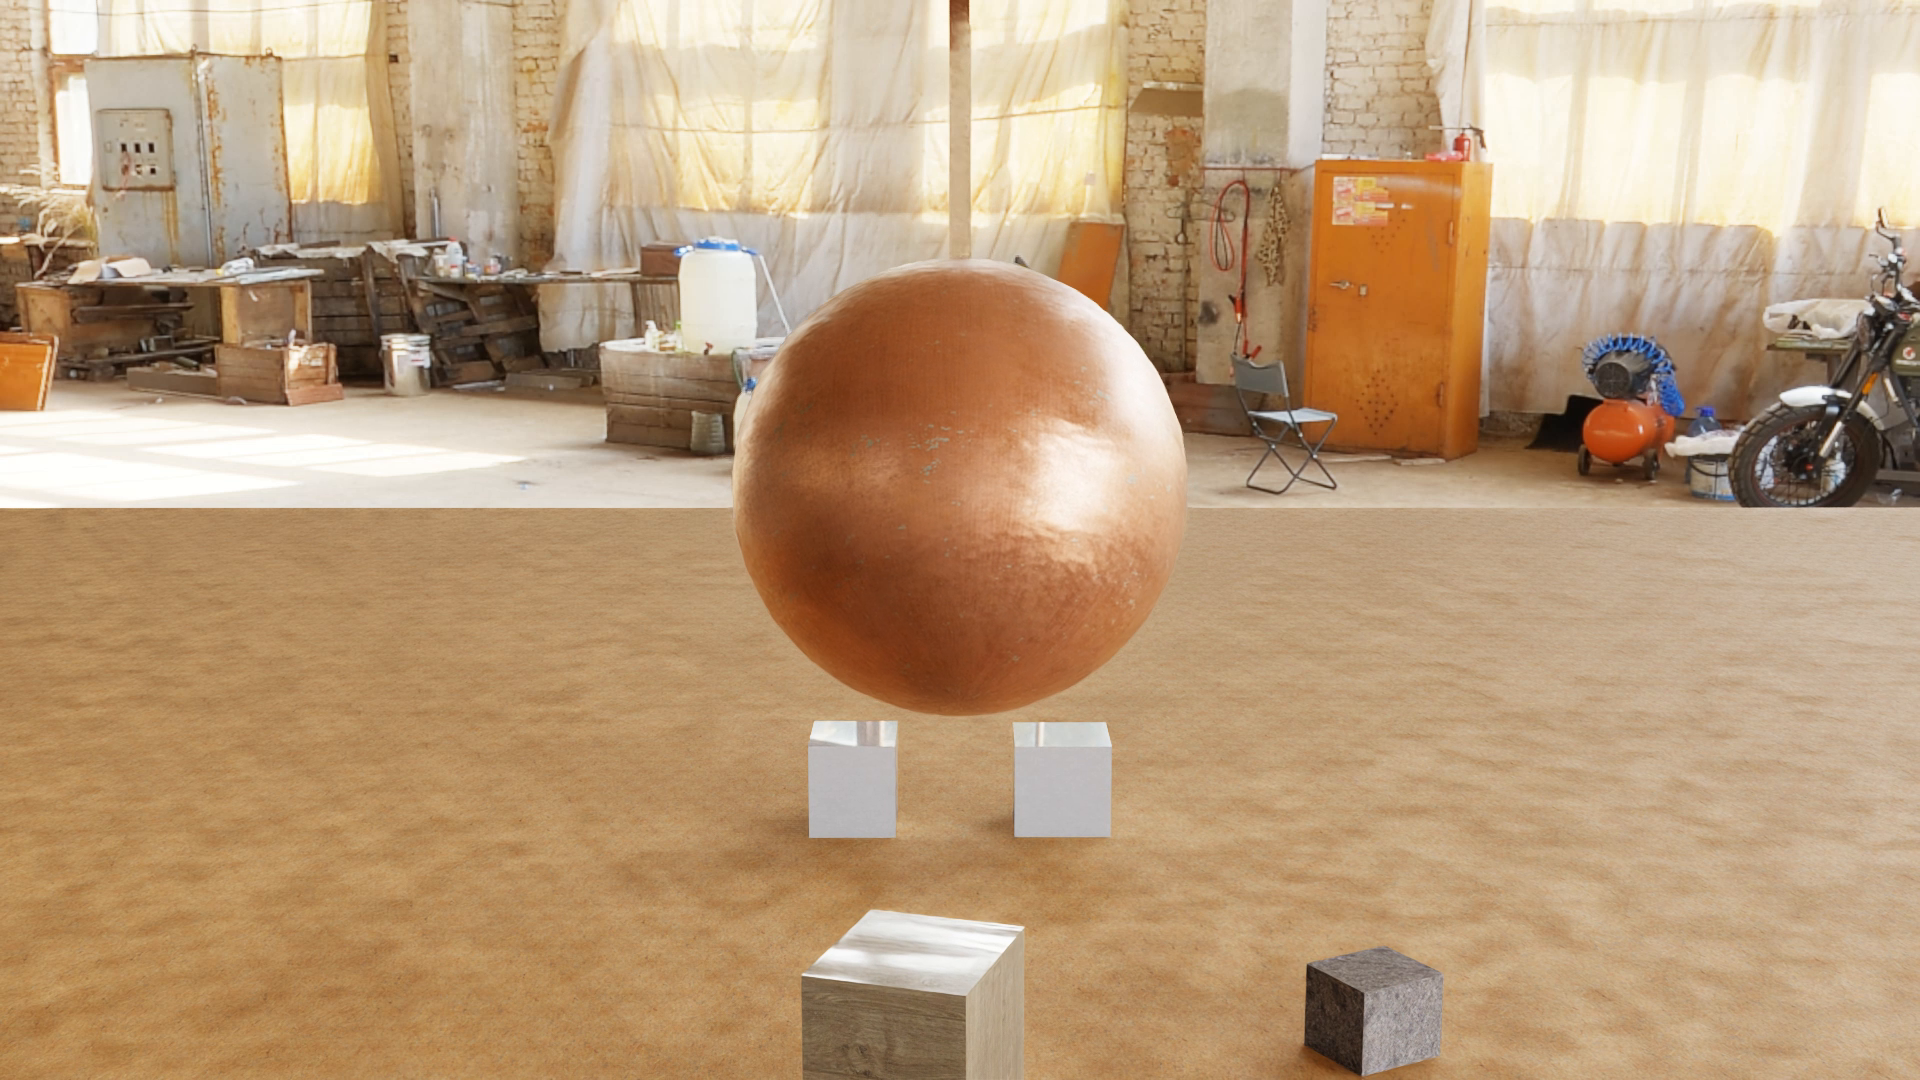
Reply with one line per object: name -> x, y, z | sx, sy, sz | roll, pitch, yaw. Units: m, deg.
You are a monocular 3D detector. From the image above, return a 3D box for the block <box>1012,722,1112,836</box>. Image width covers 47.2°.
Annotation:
block -> 0.524, 1.239, 11.414 | 0.491, 0.478, 0.468 | 0, 10, 0

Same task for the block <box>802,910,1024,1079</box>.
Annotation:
block -> -0.153, 1.785, 7.761 | 0.588, 0.710, 0.686 | 3, 11, 18

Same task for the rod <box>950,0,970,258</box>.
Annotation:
rod -> 0.000, -3.296, 9.099 | 0.080, 5.200, 0.080 | 0, -24, 0

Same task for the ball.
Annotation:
ball -> 0.000, -0.185, 7.727 | 1.600, 1.600, 1.600 | 0, 10, 0

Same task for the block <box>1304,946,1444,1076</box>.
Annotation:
block -> 1.610, 1.829, 8.565 | 0.393, 0.337, 0.348 | -6, 12, -29

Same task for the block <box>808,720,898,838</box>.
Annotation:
block -> -0.549, 1.237, 11.417 | 0.440, 0.481, 0.494 | 0, 10, 0
